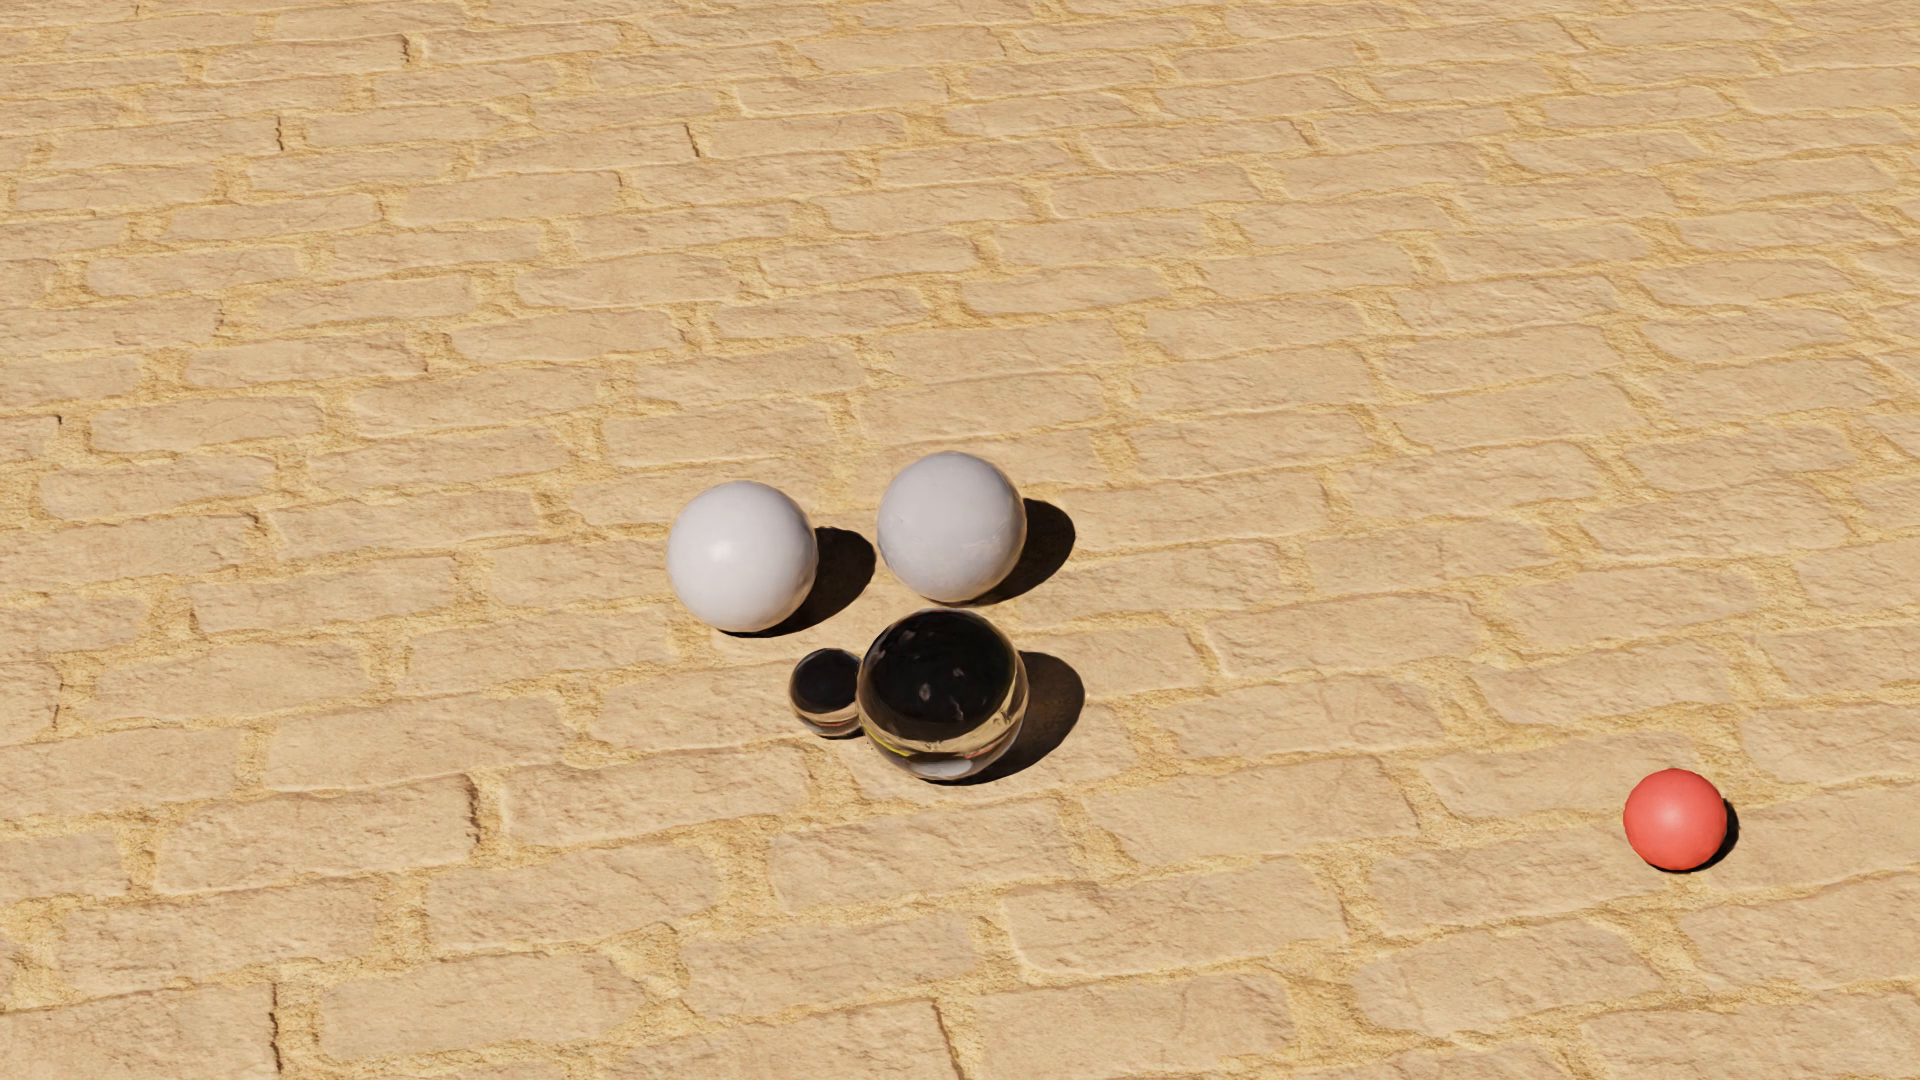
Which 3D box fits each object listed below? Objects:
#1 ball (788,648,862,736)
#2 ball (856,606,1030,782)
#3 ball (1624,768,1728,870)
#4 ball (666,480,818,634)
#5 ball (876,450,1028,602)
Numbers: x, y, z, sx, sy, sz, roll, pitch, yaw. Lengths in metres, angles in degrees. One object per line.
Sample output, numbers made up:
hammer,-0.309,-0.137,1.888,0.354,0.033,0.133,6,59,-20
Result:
ball,-0.066,0.078,1.510,0.046,0.046,0.046,0,32,0
ball,-0.009,0.077,1.473,0.087,0.087,0.087,0,32,0
ball,0.344,0.134,1.416,0.049,0.049,0.049,0,32,0
ball,-0.117,0.009,1.586,0.082,0.082,0.082,0,32,0
ball,-0.005,-0.007,1.612,0.083,0.083,0.083,0,32,0
